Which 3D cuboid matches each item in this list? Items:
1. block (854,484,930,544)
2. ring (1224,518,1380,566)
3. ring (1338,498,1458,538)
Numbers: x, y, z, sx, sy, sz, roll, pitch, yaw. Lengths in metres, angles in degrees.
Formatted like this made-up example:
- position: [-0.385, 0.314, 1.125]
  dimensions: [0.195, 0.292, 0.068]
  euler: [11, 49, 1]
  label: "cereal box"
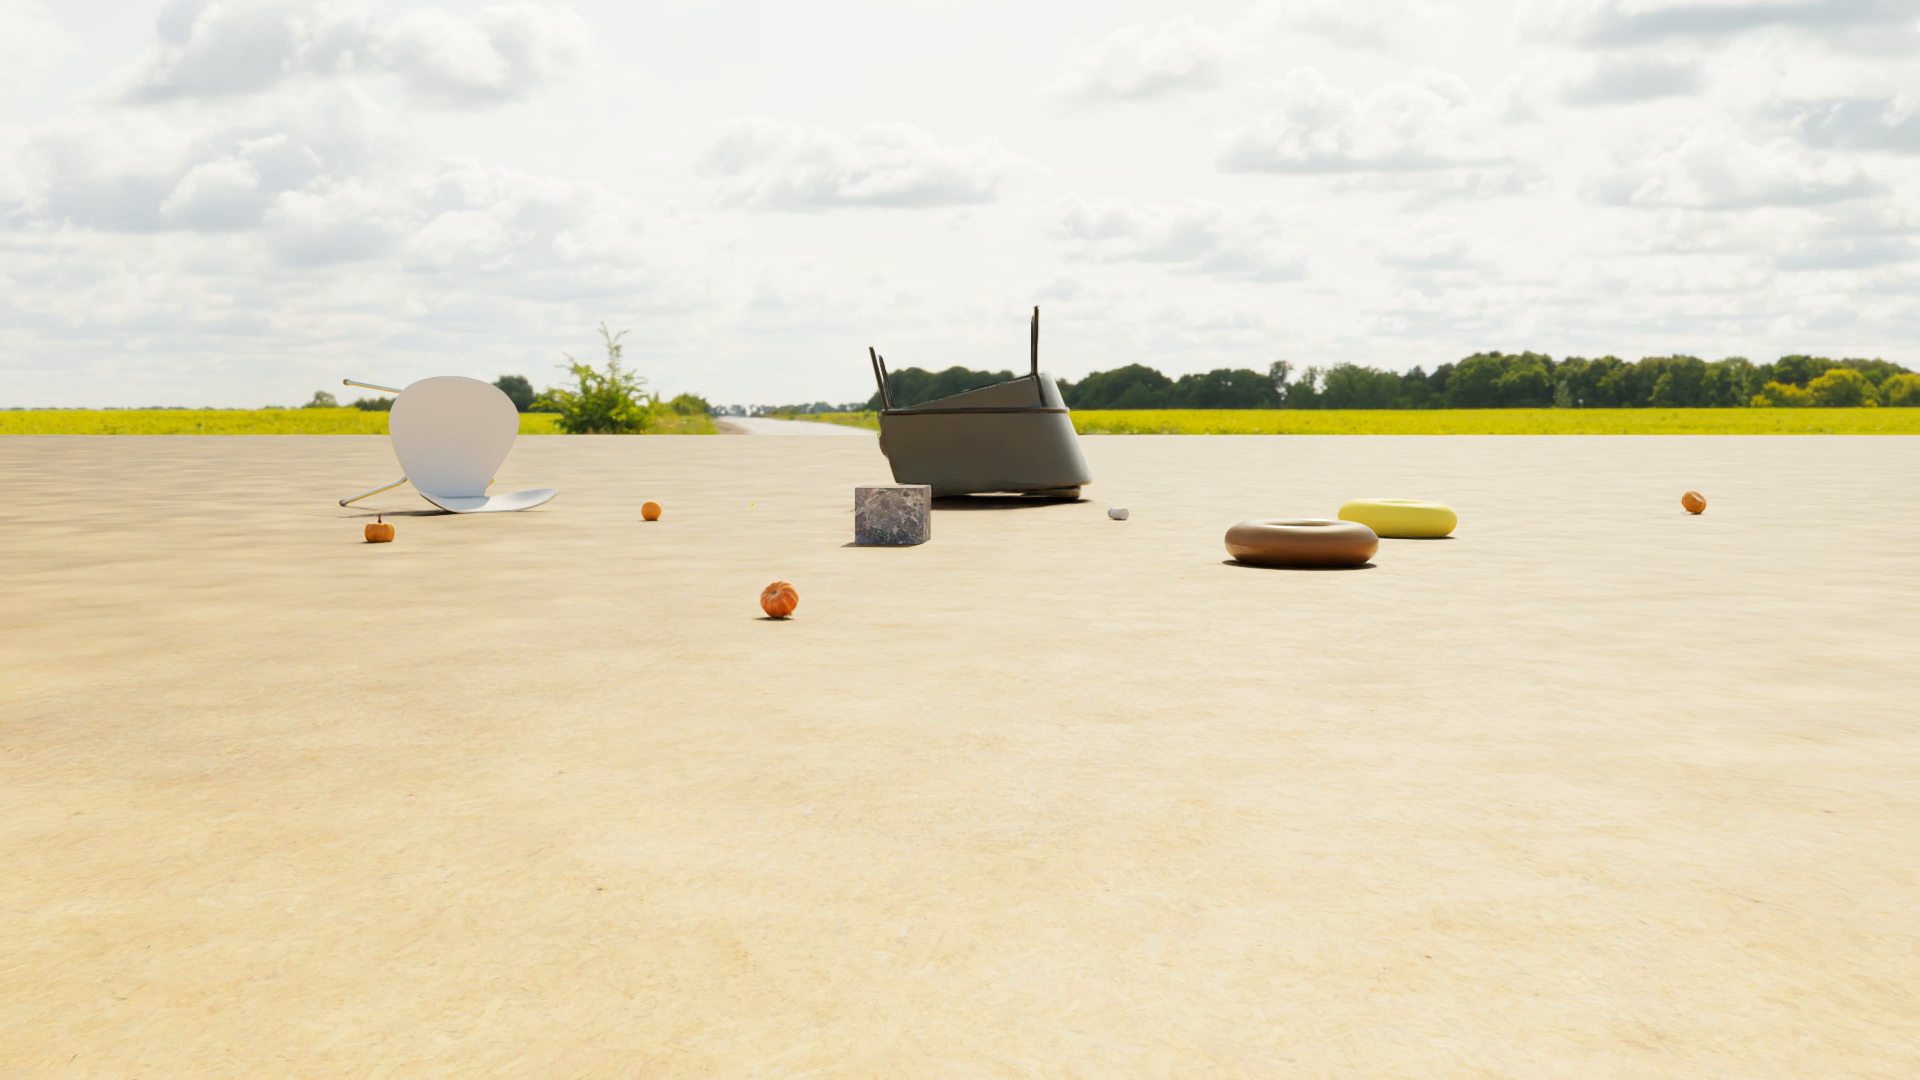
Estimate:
- position: [-0.197, -0.078, 6.491]
  dimensions: [0.200, 0.162, 0.193]
  euler: [0, 4, 6]
  label: "block"
- position: [0.884, 0.006, 5.702]
  dimensions: [0.373, 0.105, 0.441]
  euler: [-3, 6, -28]
  label: "ring"
- position: [1.346, -0.068, 6.777]
  dimensions: [0.405, 0.105, 0.235]
  euler: [5, 8, 44]
  label: "ring"
